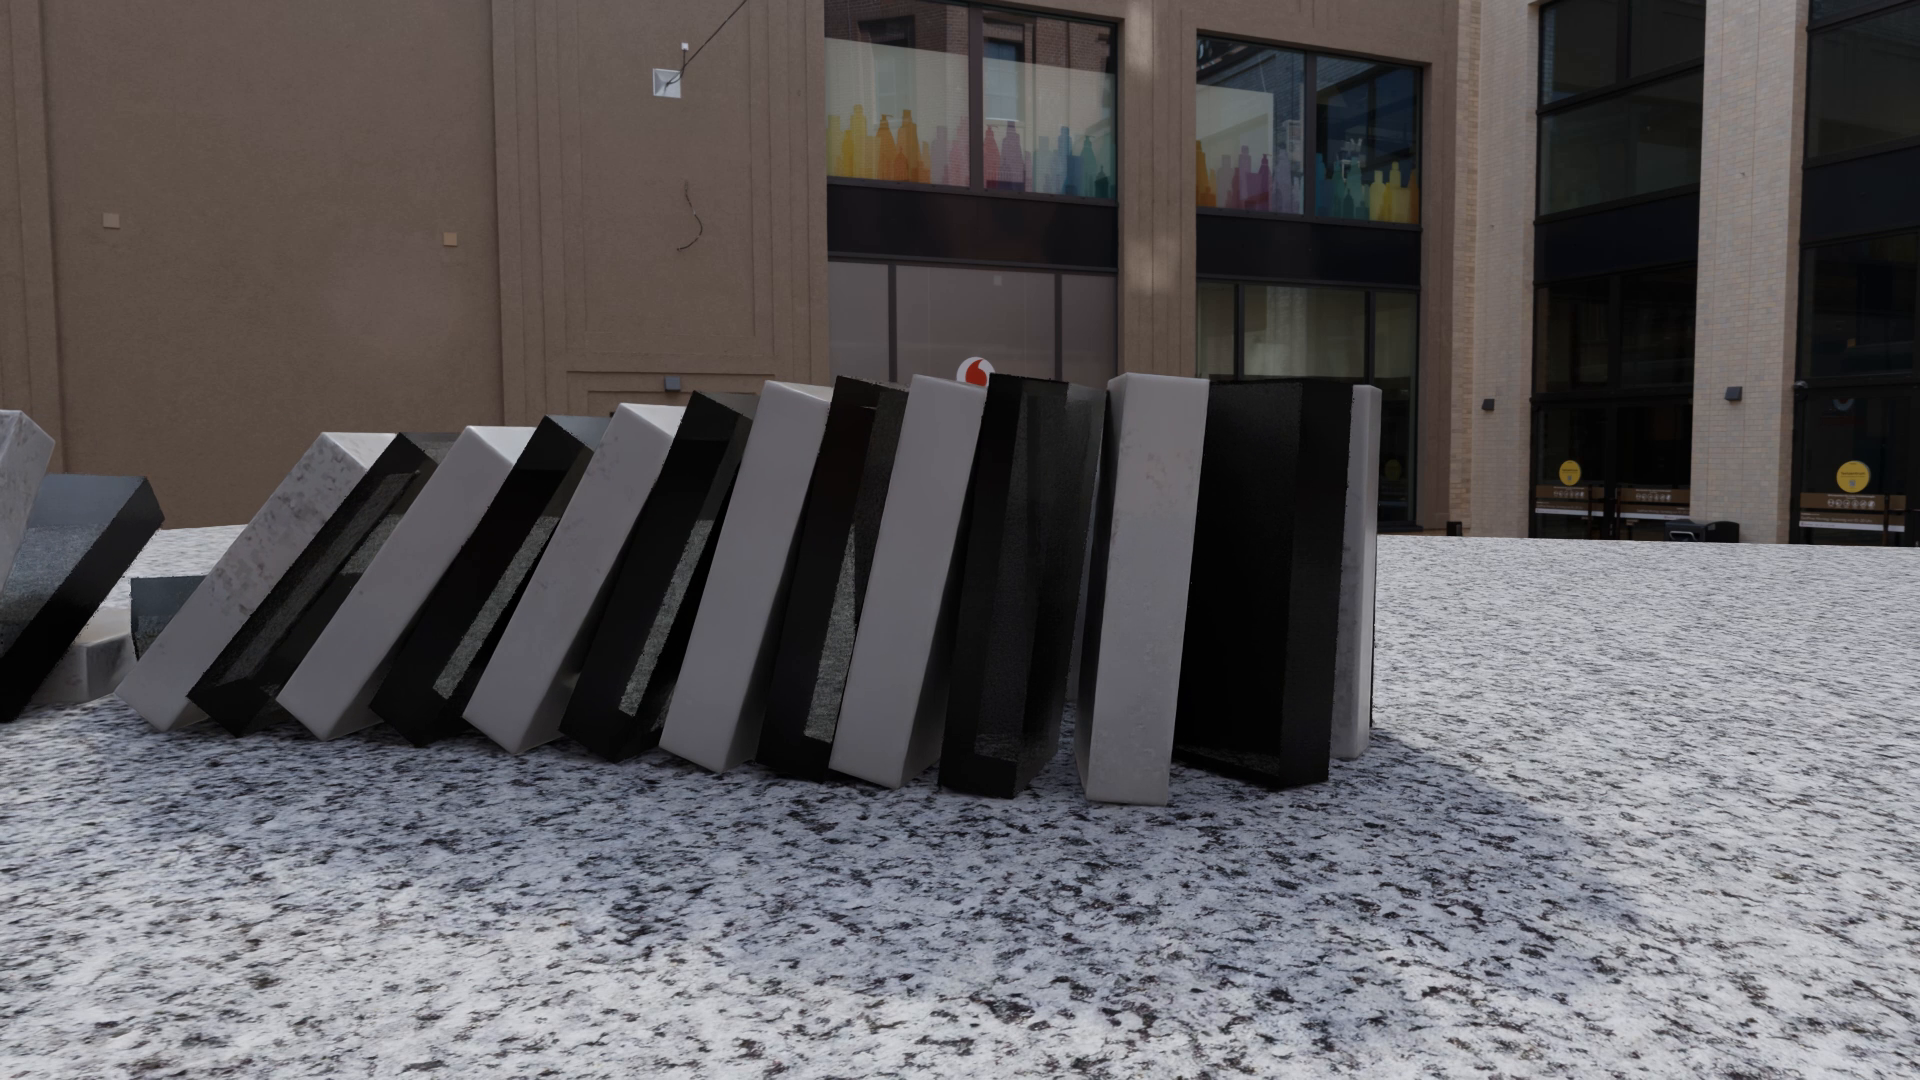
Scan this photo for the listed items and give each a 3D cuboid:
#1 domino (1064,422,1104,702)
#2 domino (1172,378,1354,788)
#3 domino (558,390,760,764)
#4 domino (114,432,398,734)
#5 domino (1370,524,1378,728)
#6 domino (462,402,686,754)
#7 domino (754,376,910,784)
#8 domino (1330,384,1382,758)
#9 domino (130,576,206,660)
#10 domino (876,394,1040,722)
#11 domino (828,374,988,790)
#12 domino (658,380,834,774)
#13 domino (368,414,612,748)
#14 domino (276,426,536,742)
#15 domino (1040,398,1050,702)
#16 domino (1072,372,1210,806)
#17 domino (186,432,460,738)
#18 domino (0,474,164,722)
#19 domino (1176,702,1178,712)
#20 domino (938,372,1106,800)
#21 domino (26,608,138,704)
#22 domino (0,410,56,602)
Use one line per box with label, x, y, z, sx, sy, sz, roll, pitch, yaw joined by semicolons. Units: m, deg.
domino;0.017;0.001;0.223;0.009;0.050;0.025;-1;4;-12
domino;0.037;0.005;0.168;0.009;0.050;0.025;1;4;-36
domino;-0.036;0.004;0.179;0.009;0.050;0.025;27;11;13
domino;-0.104;0.006;0.199;0.009;0.050;0.025;40;4;-2
domino;0.049;0.003;0.196;0.025;0.050;0.009;0;3;0
domino;-0.049;0.005;0.183;0.009;0.050;0.025;33;12;11
domino;-0.013;0.004;0.170;0.009;0.050;0.025;15;8;15
domino;0.045;0.004;0.181;0.025;0.050;0.009;3;3;27
domino;-0.117;0.015;0.228;0.050;0.010;0.025;-2;-25;-29
domino;0.000;0.003;0.200;0.025;0.050;0.009;0;4;4
domino;-0.003;0.005;0.167;0.009;0.050;0.025;15;8;15
domino;-0.024;0.004;0.174;0.009;0.050;0.025;20;10;15
domino;-0.063;0.005;0.188;0.009;0.050;0.025;36;11;8
domino;-0.077;0.006;0.192;0.010;0.050;0.025;39;10;5
domino;0.002;0.001;0.216;0.025;0.050;0.009;4;6;42
domino;0.022;0.005;0.161;0.009;0.050;0.025;5;5;1
domino;-0.092;0.006;0.196;0.009;0.050;0.025;40;4;-2
domino;-0.157;0.008;0.212;0.025;0.009;0.050;2;39;-2
domino;0.044;0.002;0.210;0.025;0.050;0.009;-3;5;-33
domino;0.008;0.005;0.164;0.009;0.050;0.025;9;7;16
domino;-0.160;0.020;0.233;0.025;0.010;0.050;-1;4;-10
domino;-0.158;0.004;0.192;0.025;0.050;0.009;0;-27;-3
